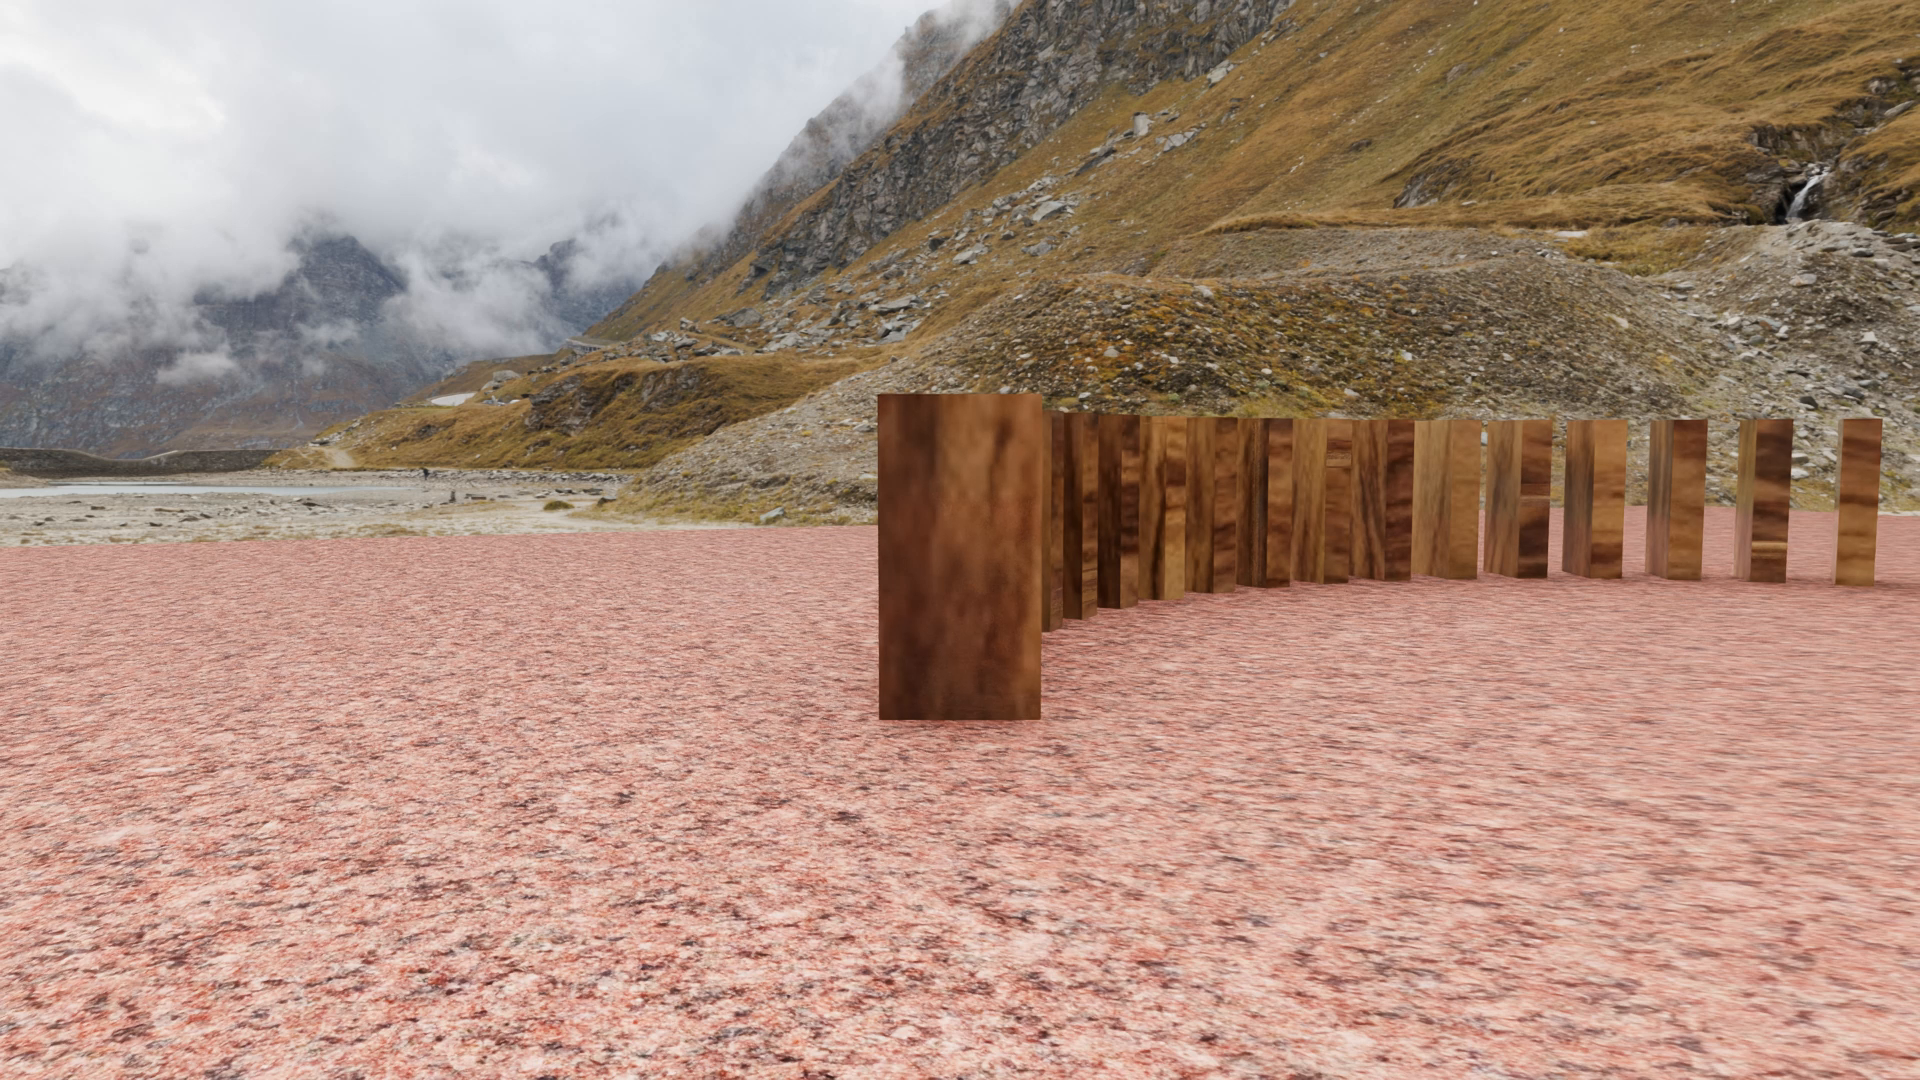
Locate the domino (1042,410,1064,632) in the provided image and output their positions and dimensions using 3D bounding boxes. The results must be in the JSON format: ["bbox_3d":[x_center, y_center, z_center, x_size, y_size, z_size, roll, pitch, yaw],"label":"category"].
[{"bbox_3d":[0.011,-0.005,0.297,0.025,0.050,0.009,2,5,21],"label":"domino"}]

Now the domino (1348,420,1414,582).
[{"bbox_3d":[0.132,-0.013,0.409,0.010,0.050,0.025,-1,4,-16],"label":"domino"}]

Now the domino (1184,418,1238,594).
[{"bbox_3d":[0.068,-0.011,0.375,0.010,0.050,0.025,-3,6,-39],"label":"domino"}]

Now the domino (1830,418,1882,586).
[{"bbox_3d":[0.275,-0.012,0.393,0.010,0.050,0.025,3,5,31],"label":"domino"}]

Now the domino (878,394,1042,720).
[{"bbox_3d":[0.000,0.002,0.201,0.025,0.050,0.009,0,4,0],"label":"domino"}]

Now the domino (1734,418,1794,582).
[{"bbox_3d":[0.253,-0.013,0.404,0.010,0.050,0.025,2,5,21],"label":"domino"}]

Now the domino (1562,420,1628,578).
[{"bbox_3d":[0.205,-0.014,0.416,0.009,0.050,0.025,0,4,6],"label":"domino"}]

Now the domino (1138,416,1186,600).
[{"bbox_3d":[0.050,-0.009,0.358,0.025,0.050,0.009,4,6,43],"label":"domino"}]

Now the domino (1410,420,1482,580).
[{"bbox_3d":[0.156,-0.014,0.414,0.009,0.050,0.025,-1,4,-9],"label":"domino"}]

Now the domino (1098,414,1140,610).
[{"bbox_3d":[0.034,-0.008,0.340,0.025,0.050,0.009,3,5,36],"label":"domino"}]

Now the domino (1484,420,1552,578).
[{"bbox_3d":[0.181,-0.014,0.416,0.010,0.050,0.025,0,4,-2],"label":"domino"}]

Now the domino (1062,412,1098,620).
[{"bbox_3d":[0.021,-0.006,0.319,0.025,0.050,0.010,2,5,28],"label":"domino"}]

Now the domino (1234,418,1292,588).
[{"bbox_3d":[0.088,-0.012,0.389,0.009,0.050,0.025,-3,5,-31],"label":"domino"}]

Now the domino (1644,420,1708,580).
[{"bbox_3d":[0.229,-0.013,0.411,0.009,0.050,0.025,1,4,13],"label":"domino"}]

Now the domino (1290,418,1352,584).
[{"bbox_3d":[0.110,-0.012,0.400,0.009,0.050,0.025,-2,5,-24],"label":"domino"}]
